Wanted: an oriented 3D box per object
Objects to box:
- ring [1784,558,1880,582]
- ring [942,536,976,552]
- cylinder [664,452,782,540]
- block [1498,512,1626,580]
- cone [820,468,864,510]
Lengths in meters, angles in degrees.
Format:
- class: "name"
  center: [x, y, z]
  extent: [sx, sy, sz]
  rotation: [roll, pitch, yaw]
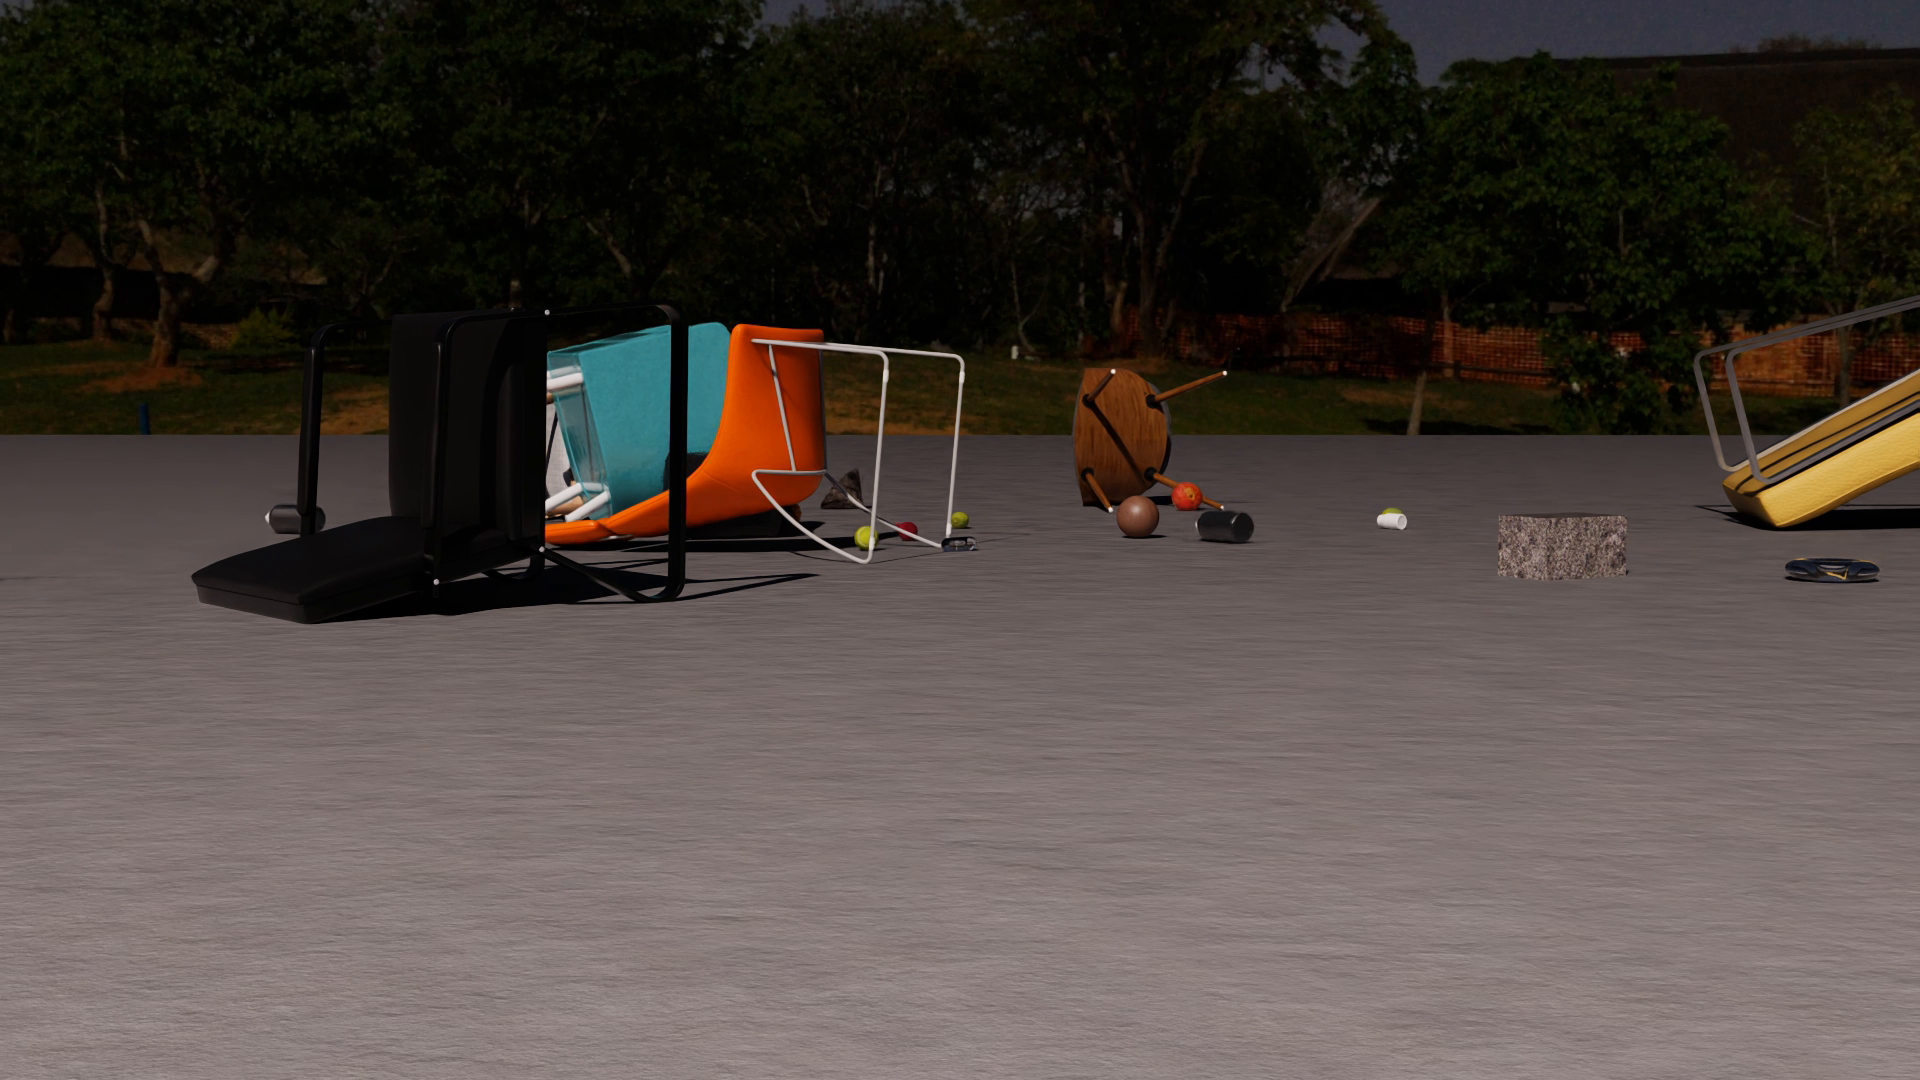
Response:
- class: "ring"
  center: [2.049, 0.071, 5.168]
  extent: [0.213, 0.049, 0.207]
  rotation: [-1, 3, -26]
- class: "ring"
  center: [-0.003, 0.012, 6.098]
  extent: [0.113, 0.039, 0.049]
  rotation: [-4, 4, -32]
- class: "cylinder"
  center: [-0.713, -0.135, 6.616]
  extent: [0.316, 0.263, 0.171]
  rotation: [-2, -7, -25]
- class: "block"
  center: [1.447, 0.014, 5.284]
  extent: [0.255, 0.146, 0.162]
  rotation: [-2, 4, -29]
- class: "cone"
  center: [-0.406, -0.154, 8.227]
  extent: [0.121, 0.194, 0.232]
  rotation: [41, 31, 7]
